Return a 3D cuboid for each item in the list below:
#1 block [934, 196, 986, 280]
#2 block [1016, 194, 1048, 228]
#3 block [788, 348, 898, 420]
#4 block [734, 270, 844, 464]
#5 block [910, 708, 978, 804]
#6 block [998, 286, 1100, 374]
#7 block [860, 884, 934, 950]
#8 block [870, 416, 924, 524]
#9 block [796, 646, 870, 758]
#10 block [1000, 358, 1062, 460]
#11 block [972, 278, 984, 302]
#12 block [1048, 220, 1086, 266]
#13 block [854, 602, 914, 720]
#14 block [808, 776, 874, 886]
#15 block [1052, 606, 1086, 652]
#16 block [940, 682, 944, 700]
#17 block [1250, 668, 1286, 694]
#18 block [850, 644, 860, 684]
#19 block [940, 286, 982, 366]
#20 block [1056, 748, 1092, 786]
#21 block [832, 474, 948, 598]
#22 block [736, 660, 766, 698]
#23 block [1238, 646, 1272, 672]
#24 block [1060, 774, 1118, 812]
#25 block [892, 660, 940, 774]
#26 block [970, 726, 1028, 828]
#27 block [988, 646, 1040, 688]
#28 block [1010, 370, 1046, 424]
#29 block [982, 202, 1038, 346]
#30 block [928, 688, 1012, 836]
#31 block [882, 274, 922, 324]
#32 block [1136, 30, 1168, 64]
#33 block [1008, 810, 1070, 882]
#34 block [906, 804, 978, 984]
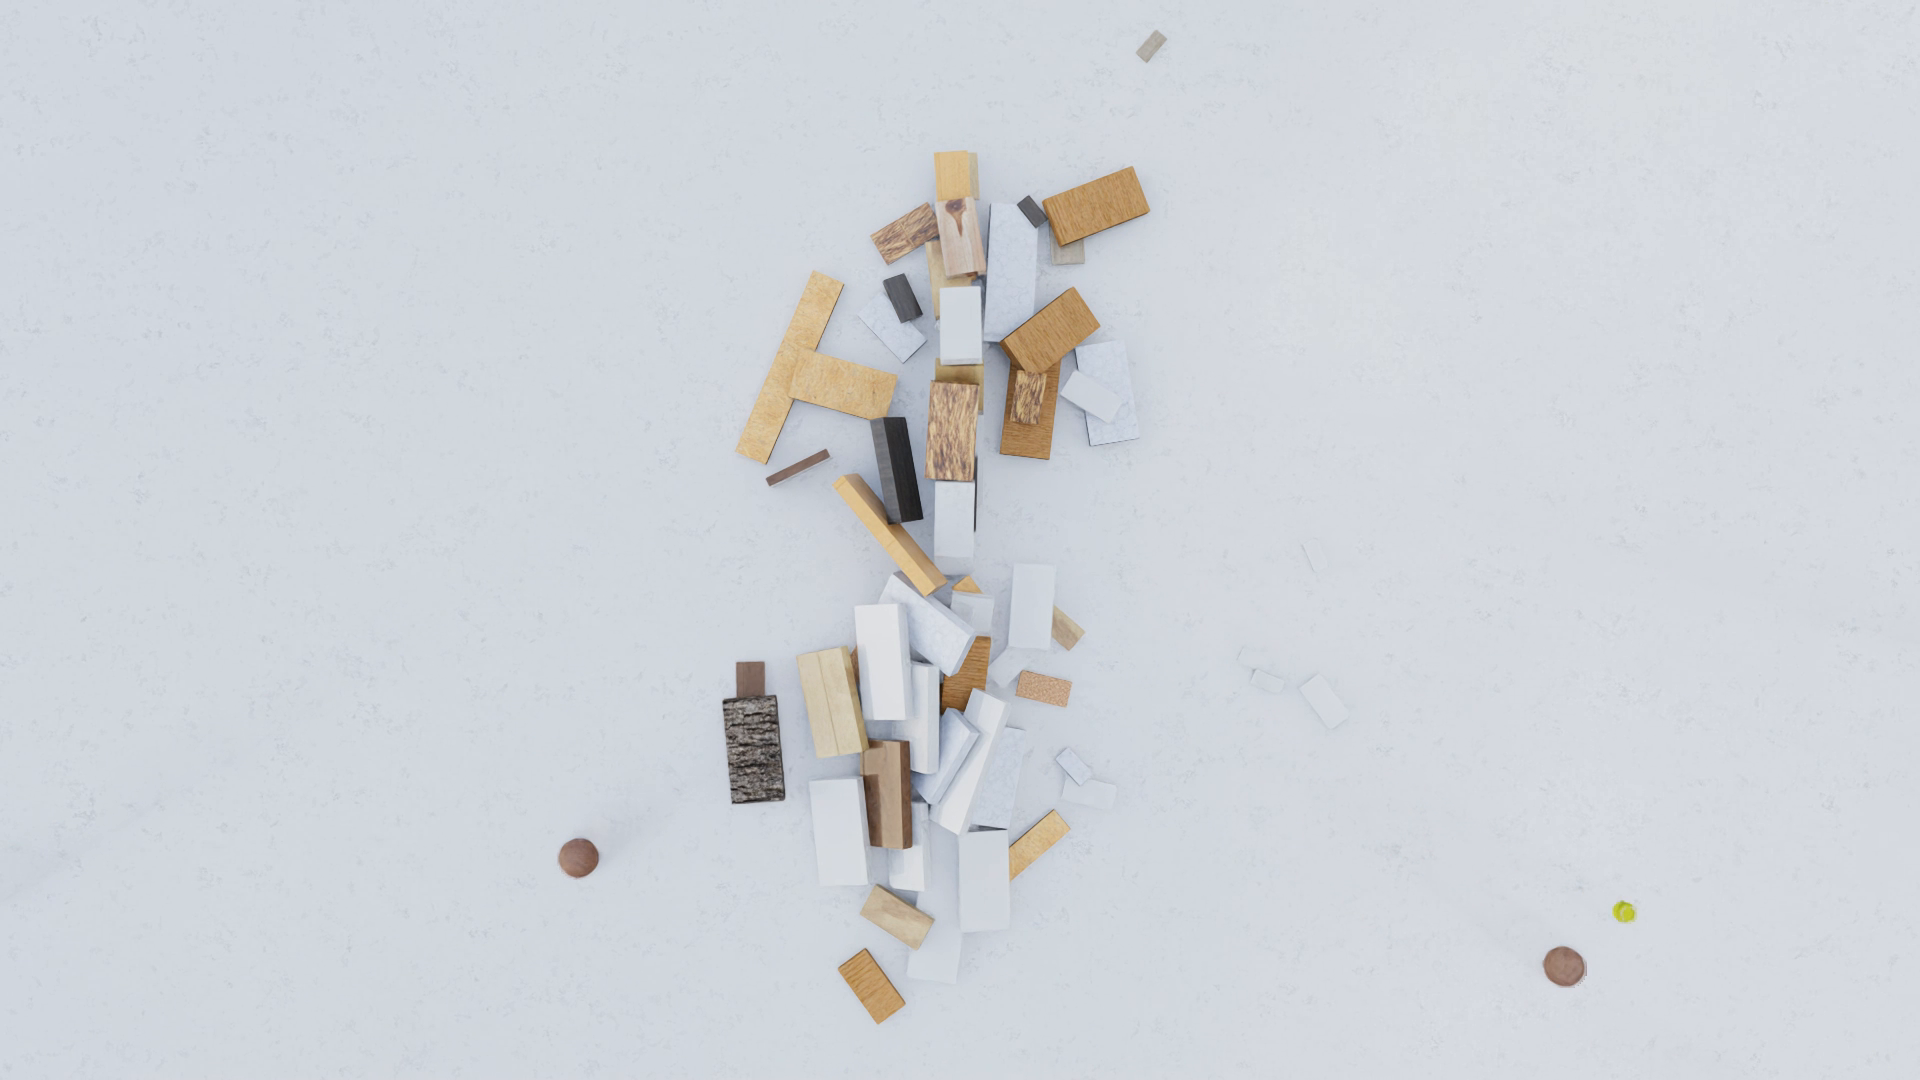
[{"bbox_3d":[0.001,-0.983,5.371,0.131,0.037,0.262,-9,75,0],"label":"block"},{"bbox_3d":[0.239,-1.083,5.443,0.051,0.015,0.103,-39,91,-10],"label":"block"},{"bbox_3d":[-0.387,-0.509,5.459,0.330,0.047,0.165,15,91,-6],"label":"block"},{"bbox_3d":[-0.566,-0.573,5.484,0.111,0.031,0.656,23,90,0],"label":"block"},{"bbox_3d":[-0.058,0.708,5.402,0.040,0.143,0.285,16,109,-43],"label":"block"},{"bbox_3d":[0.296,-0.675,5.410,0.321,0.046,0.161,-39,100,-20],"label":"block"},{"bbox_3d":[-0.208,1.246,5.452,0.227,0.032,0.113,30,95,14],"label":"block"},{"bbox_3d":[-0.207,-0.229,5.411,0.049,0.173,0.346,-10,90,24],"label":"block"},{"bbox_3d":[-0.421,0.535,5.441,0.174,0.049,0.348,-12,90,25],"label":"block"},{"bbox_3d":[0.236,-0.461,5.477,0.165,0.047,0.371,7,90,0],"label":"block"},{"bbox_3d":[0.008,-0.807,5.471,0.154,0.022,0.077,-18,110,5],"label":"block"},{"bbox_3d":[0.353,-1.028,5.484,0.111,0.031,0.222,-4,90,0],"label":"block"},{"bbox_3d":[-0.248,0.398,5.398,0.175,0.049,0.376,-4,90,34],"label":"block"},{"bbox_3d":[-0.392,0.962,5.446,0.174,0.049,0.348,-6,90,20],"label":"block"},{"bbox_3d":[0.324,0.281,5.488,0.174,0.025,0.087,41,90,0],"label":"block"},{"bbox_3d":[-0.161,0.525,5.492,0.319,0.017,0.059,-10,90,0],"label":"block"},{"bbox_3d":[1.023,0.470,5.484,0.104,0.015,0.052,22,109,0],"label":"block"},{"bbox_3d":[-0.291,0.371,5.484,0.113,0.032,0.227,30,90,0],"label":"block"},{"bbox_3d":[0.003,-0.686,5.277,0.131,0.037,0.262,-2,67,3],"label":"block"},{"bbox_3d":[0.378,0.753,5.475,0.059,0.017,0.119,-41,80,-14],"label":"block"},{"bbox_3d":[-0.226,-0.020,5.390,0.049,0.173,0.473,-41,85,13],"label":"block"},{"bbox_3d":[-0.695,0.533,5.487,0.095,0.027,0.258,-1,90,0],"label":"block"},{"bbox_3d":[0.980,0.400,5.493,0.104,0.015,0.052,24,90,0],"label":"block"},{"bbox_3d":[0.430,0.838,5.488,0.173,0.024,0.086,14,90,0],"label":"block"},{"bbox_3d":[-0.146,0.577,5.404,0.049,0.175,0.349,-4,96,-43],"label":"block"},{"bbox_3d":[0.109,0.776,5.440,0.164,0.047,0.328,12,86,-20],"label":"block"},{"bbox_3d":[0.173,0.402,5.488,0.087,0.025,0.174,45,90,0],"label":"block"},{"bbox_3d":[0.222,-0.464,5.379,0.095,0.027,0.190,8,133,0],"label":"block"},{"bbox_3d":[0.166,-0.874,5.442,0.161,0.046,0.465,4,84,-8],"label":"block"},{"bbox_3d":[0.031,0.722,5.381,0.143,0.040,0.456,22,94,38],"label":"block"},{"bbox_3d":[-0.190,-0.802,5.469,0.077,0.022,0.154,-22,83,-18],"label":"block"},{"bbox_3d":[0.637,-1.645,5.493,0.051,0.015,0.103,41,90,0],"label":"block"},{"bbox_3d":[0.230,1.024,5.488,0.292,0.024,0.086,-41,90,0],"label":"block"},{"bbox_3d":[-0.051,1.138,5.477,0.164,0.047,0.644,8,90,0],"label":"block"}]
